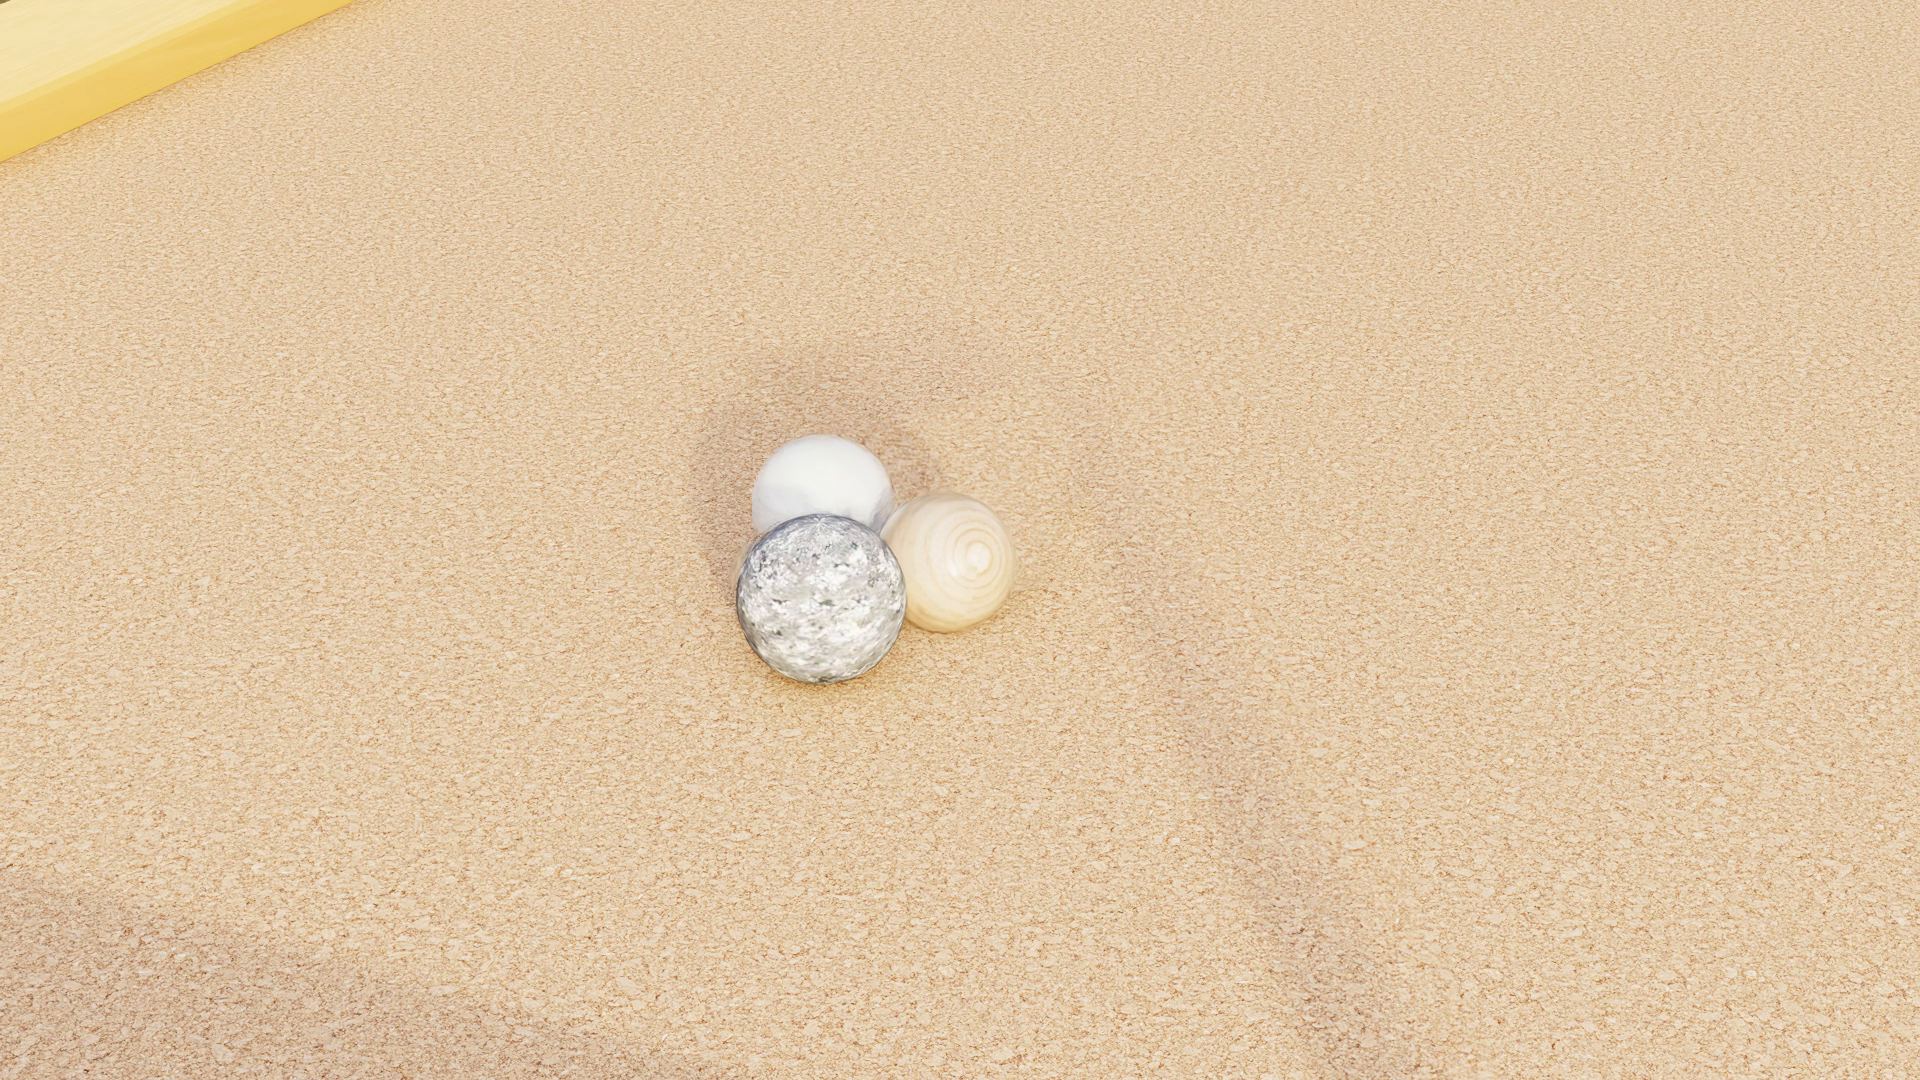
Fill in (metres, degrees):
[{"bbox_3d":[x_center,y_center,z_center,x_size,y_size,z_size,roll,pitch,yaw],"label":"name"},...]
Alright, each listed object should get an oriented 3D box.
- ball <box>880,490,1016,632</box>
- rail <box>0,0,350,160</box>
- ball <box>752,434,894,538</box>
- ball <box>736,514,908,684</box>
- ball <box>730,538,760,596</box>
[{"bbox_3d":[-0.009,0.012,1.721,0.083,0.083,0.083,0,27,0],"label":"ball"},{"bbox_3d":[-0.581,-0.576,2.836,0.045,0.126,3.540,11,29,21],"label":"rail"},{"bbox_3d":[-0.083,-0.021,1.784,0.086,0.086,0.086,0,27,0],"label":"ball"},{"bbox_3d":[-0.078,0.033,1.663,0.097,0.097,0.097,0,27,0],"label":"ball"},{"bbox_3d":[-0.113,0.021,1.744,0.046,0.046,0.046,0,27,0],"label":"ball"}]
